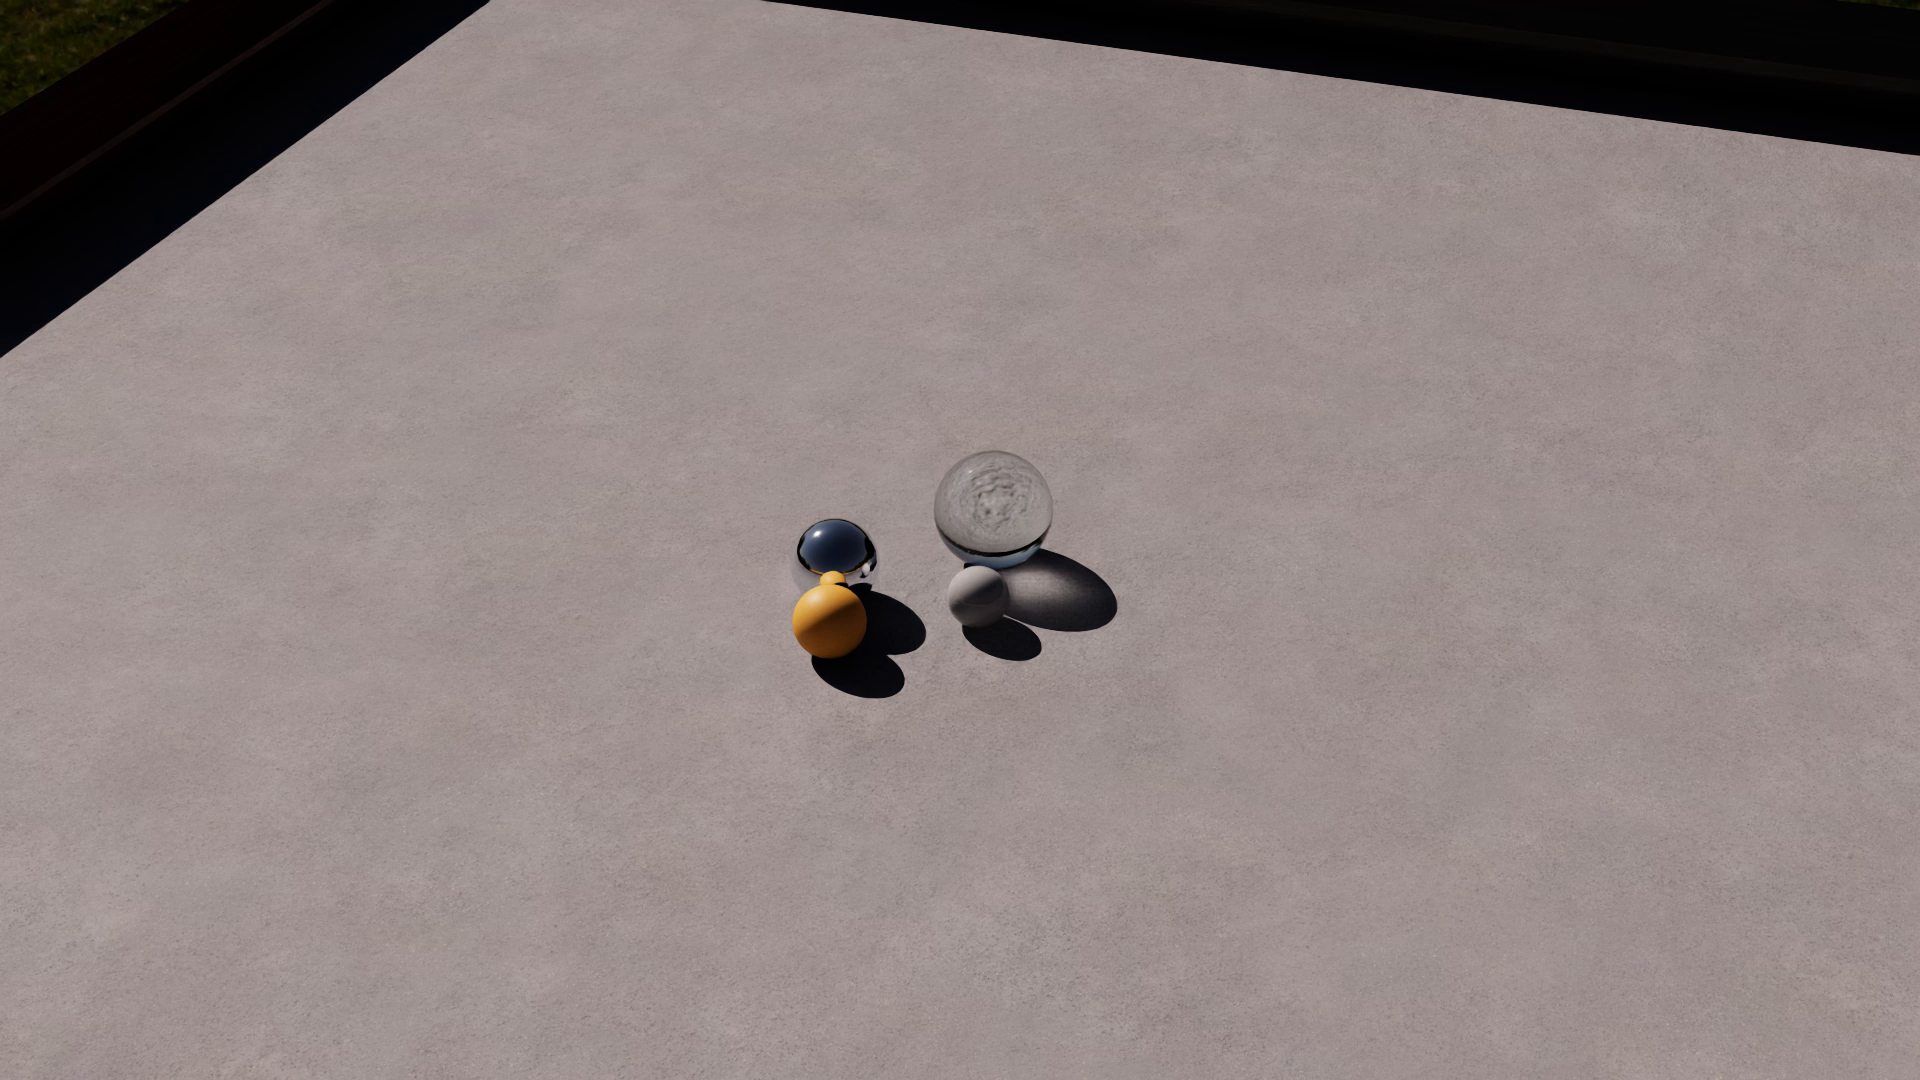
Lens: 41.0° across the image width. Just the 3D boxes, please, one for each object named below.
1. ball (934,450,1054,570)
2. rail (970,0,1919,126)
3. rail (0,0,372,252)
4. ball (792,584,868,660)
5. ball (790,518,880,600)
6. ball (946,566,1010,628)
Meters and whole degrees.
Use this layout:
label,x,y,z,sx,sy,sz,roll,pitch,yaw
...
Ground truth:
label,x,y,z,sx,sy,sz,roll,pitch,yaw
ball,0.027,-0.024,2.056,0.096,0.096,0.096,0,33,0
rail,1.412,-0.422,2.635,4.352,0.129,0.045,11,35,16
rail,-1.003,-0.220,2.326,0.045,0.129,2.358,11,35,16
ball,-0.100,0.062,1.959,0.057,0.057,0.057,0,33,0
ball,-0.098,0.018,2.015,0.071,0.071,0.071,0,33,0
ball,0.014,0.044,1.995,0.049,0.049,0.049,0,33,0
